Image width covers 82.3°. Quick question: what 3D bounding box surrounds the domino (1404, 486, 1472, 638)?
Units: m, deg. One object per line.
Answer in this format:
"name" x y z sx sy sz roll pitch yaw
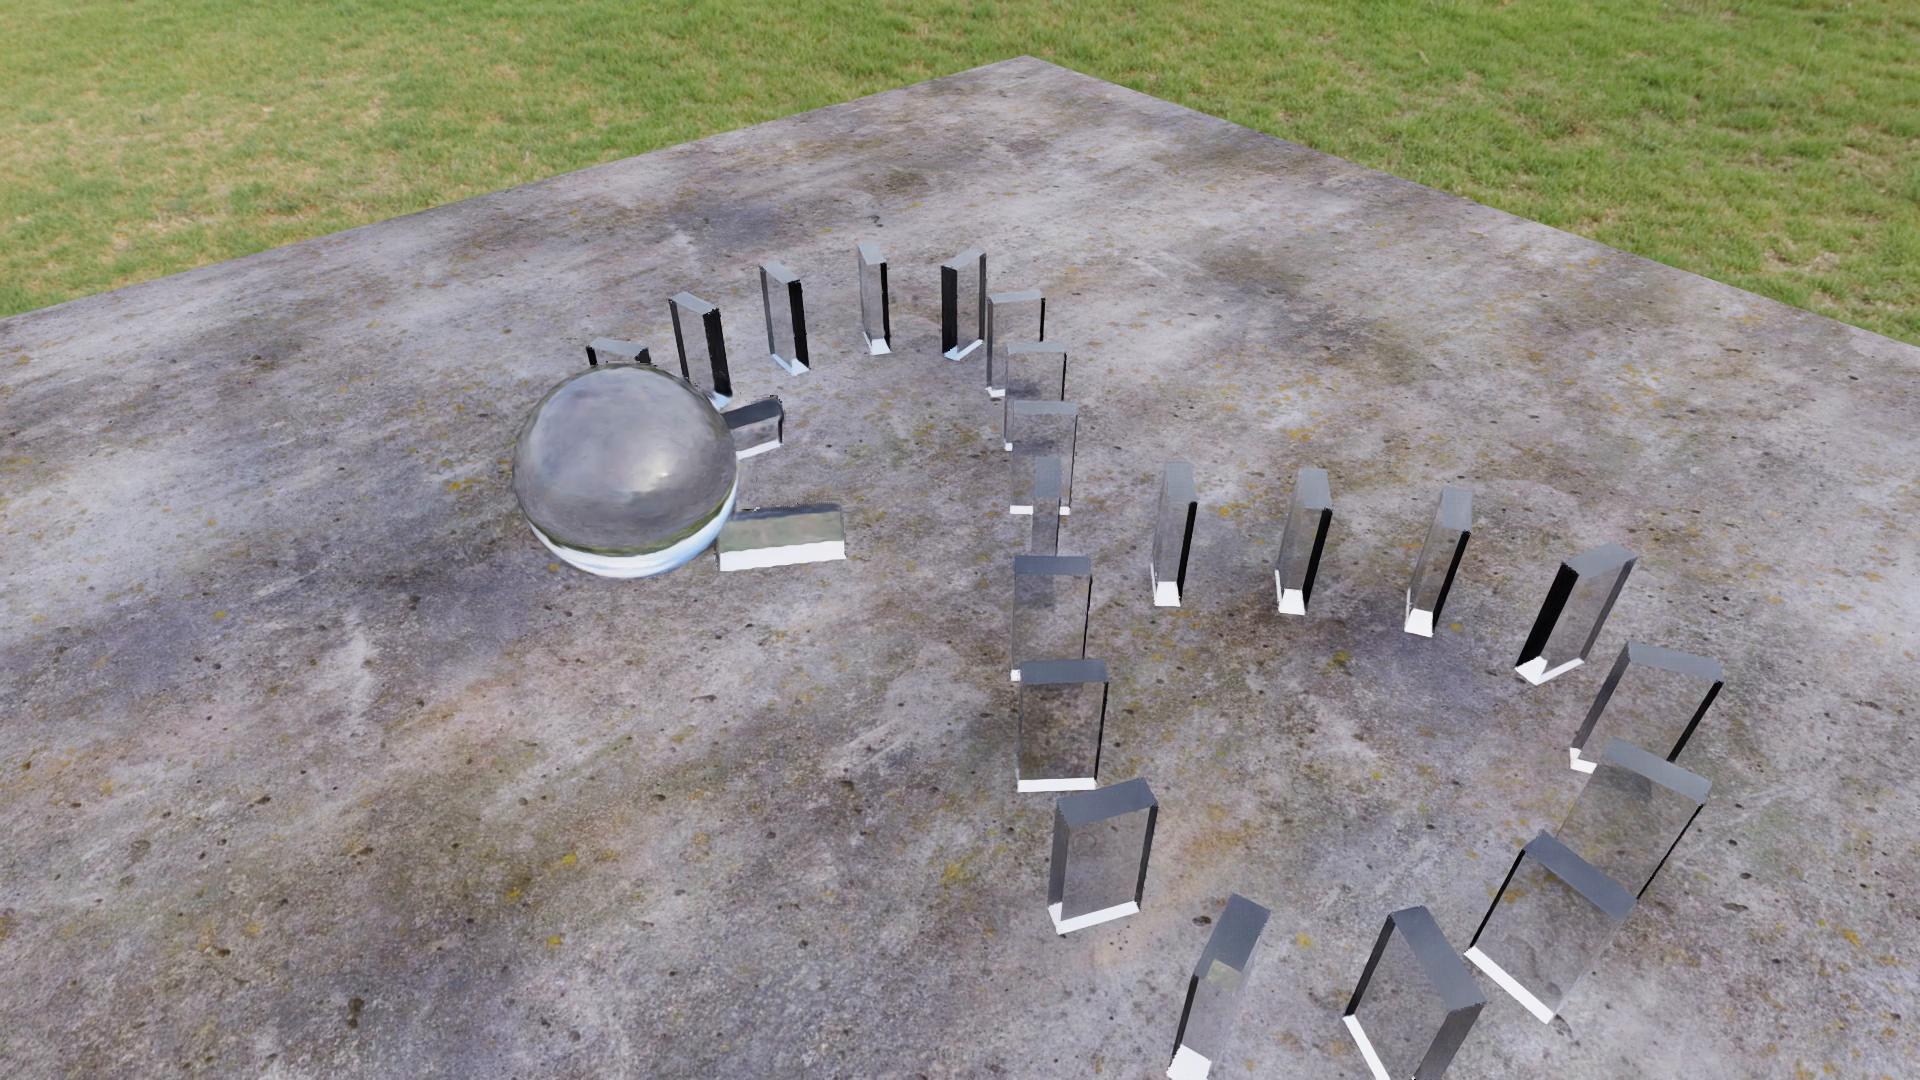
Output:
"domino" 0.174 0.008 0.401 0.009 0.050 0.025 13 41 15

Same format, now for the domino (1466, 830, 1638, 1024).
"domino" 0.153 0.102 0.287 0.009 0.050 0.025 -25 45 -27

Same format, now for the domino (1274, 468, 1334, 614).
"domino" 0.128 0.001 0.411 0.009 0.050 0.025 5 40 7

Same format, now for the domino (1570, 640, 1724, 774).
"domino" 0.213 0.055 0.344 0.025 0.050 0.009 13 41 16

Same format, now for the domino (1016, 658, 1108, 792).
"domino" 0.031 0.058 0.341 0.025 0.050 0.009 -2 39 -2

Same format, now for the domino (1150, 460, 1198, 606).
"domino" 0.080 -0.002 0.414 0.010 0.050 0.025 2 39 3

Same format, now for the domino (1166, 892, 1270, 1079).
"domino" 0.064 0.113 0.273 0.009 0.050 0.025 22 44 24

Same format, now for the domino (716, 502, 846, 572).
"domino" -0.073 -0.001 0.445 0.050 0.010 0.025 -6 40 -7

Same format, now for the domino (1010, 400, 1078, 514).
"domino" 0.034 -0.033 0.452 0.025 0.050 0.010 1 39 2

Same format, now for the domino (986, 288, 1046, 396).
"domino" 0.026 -0.094 0.526 0.025 0.050 0.010 -9 40 -11

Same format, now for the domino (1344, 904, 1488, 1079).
"domino" 0.110 0.116 0.270 0.009 0.050 0.025 -9 40 -11

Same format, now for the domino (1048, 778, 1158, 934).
"domino" 0.039 0.088 0.304 0.025 0.050 0.009 -11 41 -13

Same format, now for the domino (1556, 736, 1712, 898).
"domino" 0.188 0.081 0.312 0.025 0.050 0.009 28 47 30

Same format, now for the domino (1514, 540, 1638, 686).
"domino" 0.212 0.026 0.380 0.025 0.050 0.009 -18 43 -21

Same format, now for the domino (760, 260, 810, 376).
"domino" -0.087 -0.110 0.546 0.010 0.050 0.025 -24 45 -26

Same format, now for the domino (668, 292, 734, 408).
"domino" -0.122 -0.090 0.521 0.025 0.050 0.009 29 48 31

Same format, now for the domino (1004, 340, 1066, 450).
"domino" 0.033 -0.064 0.489 0.025 0.050 0.009 -3 39 -3

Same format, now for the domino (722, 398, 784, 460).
"domino" -0.103 -0.045 0.484 0.050 0.025 0.010 -21 66 -23

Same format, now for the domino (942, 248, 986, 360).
"domino" 0.002 -0.119 0.557 0.009 0.050 0.025 24 45 26

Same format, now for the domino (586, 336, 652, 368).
"domino" -0.148 -0.064 0.490 0.025 0.050 0.009 14 41 16

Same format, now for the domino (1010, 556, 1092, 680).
"domino" 0.031 0.028 0.378 0.025 0.050 0.010 1 39 1

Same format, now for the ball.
"ball" -0.123 -0.025 0.408 0.080 0.080 0.080 0 39 0

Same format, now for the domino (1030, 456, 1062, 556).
"domino" 0.032 -0.004 0.416 0.009 0.050 0.025 3 39 3

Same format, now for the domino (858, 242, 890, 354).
"domino" -0.044 -0.123 0.562 0.010 0.050 0.025 -10 40 -12
